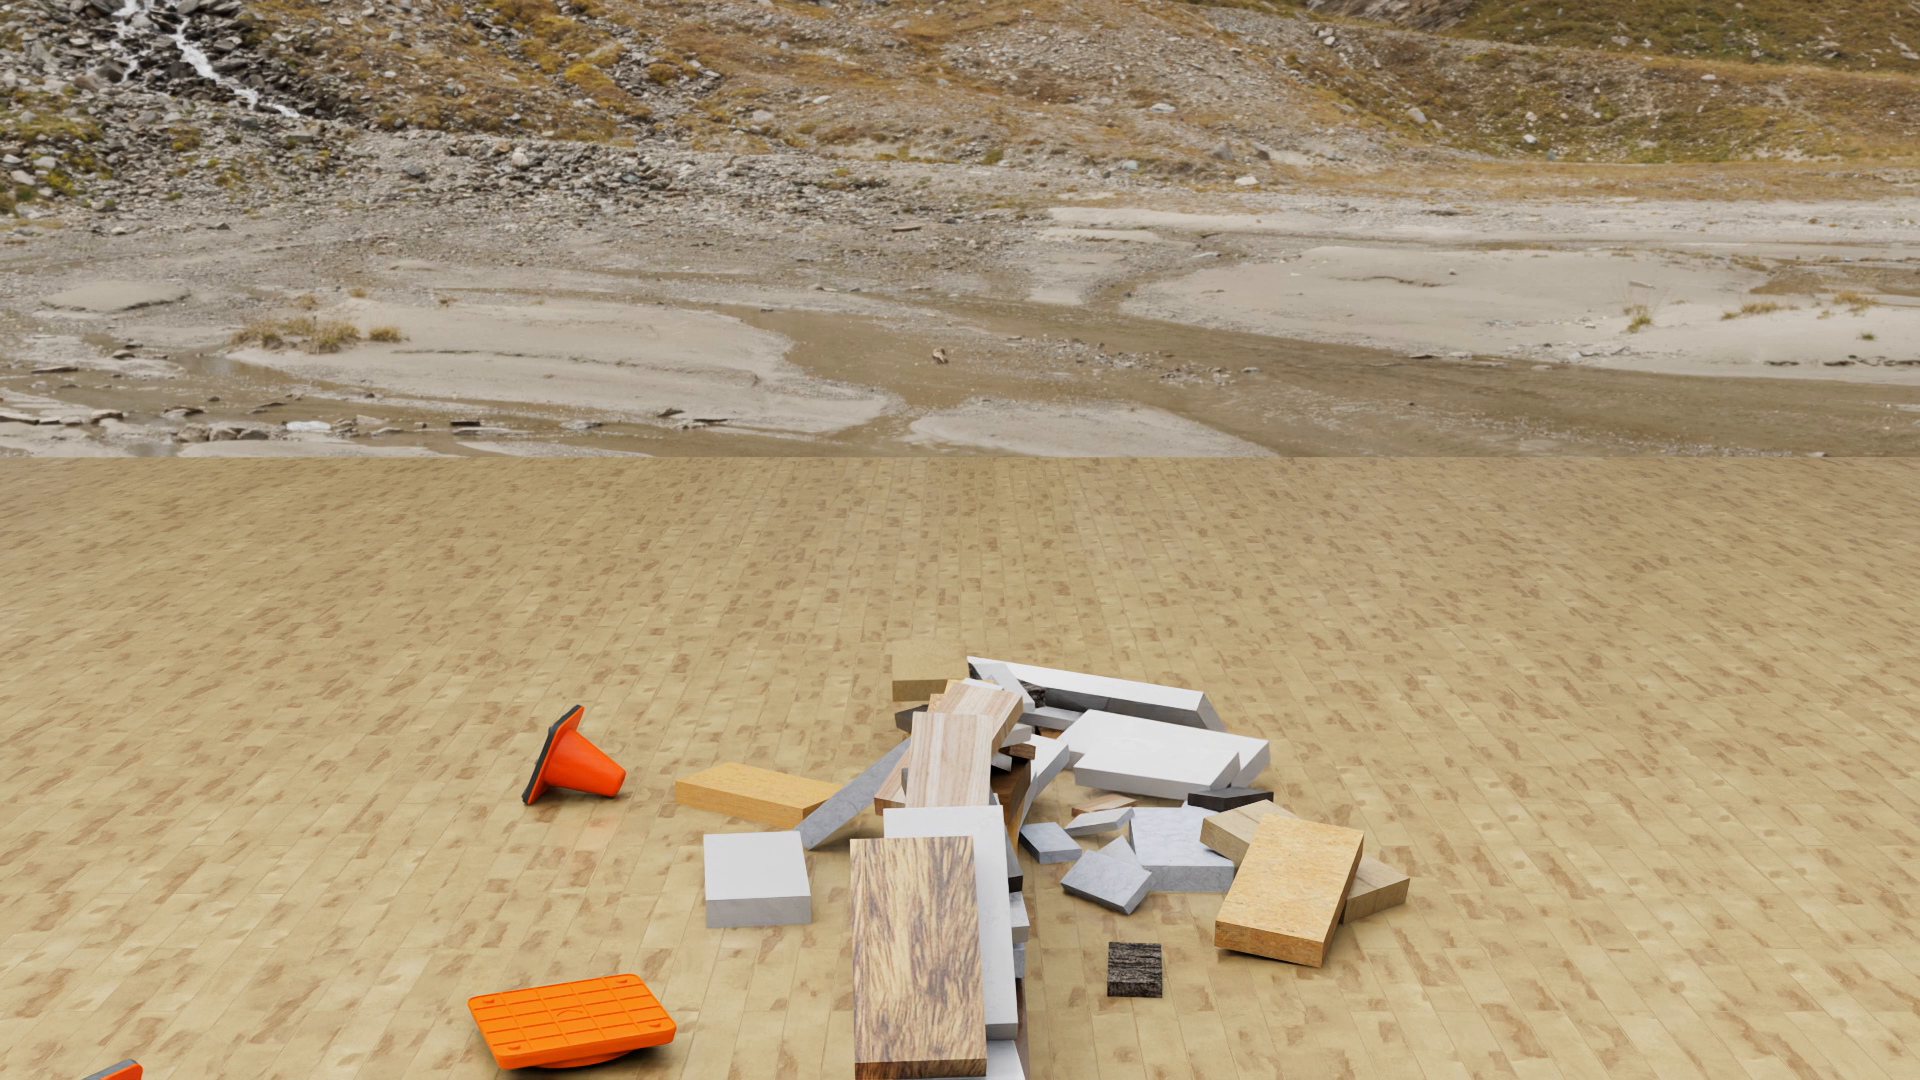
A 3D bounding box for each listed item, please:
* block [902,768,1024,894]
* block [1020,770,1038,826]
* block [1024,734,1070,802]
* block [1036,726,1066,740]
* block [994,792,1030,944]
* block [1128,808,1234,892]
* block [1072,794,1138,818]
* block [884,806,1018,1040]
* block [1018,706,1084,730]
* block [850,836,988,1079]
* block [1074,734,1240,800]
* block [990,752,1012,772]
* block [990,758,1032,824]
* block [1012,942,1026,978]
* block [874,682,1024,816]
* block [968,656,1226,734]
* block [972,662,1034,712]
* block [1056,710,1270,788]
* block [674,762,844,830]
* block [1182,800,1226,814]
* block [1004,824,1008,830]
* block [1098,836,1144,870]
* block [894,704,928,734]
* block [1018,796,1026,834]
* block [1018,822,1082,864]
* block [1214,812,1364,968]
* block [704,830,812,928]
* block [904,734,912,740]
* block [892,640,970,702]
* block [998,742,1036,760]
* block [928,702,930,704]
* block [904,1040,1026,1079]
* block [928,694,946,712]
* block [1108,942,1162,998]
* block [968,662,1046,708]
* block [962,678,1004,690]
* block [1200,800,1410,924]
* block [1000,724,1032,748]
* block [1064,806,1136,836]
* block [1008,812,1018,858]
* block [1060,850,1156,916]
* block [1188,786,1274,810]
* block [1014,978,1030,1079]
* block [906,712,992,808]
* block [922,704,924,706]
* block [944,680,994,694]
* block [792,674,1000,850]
[{"bbox_3d":[0.001,0.402,3.067,0.115,0.033,0.229,-8,42,-12],"label":"block"},{"bbox_3d":[0.036,0.490,3.893,0.141,0.040,0.283,4,26,15],"label":"block"},{"bbox_3d":[0.074,0.448,4.068,0.141,0.040,0.283,12,32,28],"label":"block"},{"bbox_3d":[0.208,0.411,4.568,0.084,0.024,0.167,-1,11,-5],"label":"block"},{"bbox_3d":[0.013,0.458,3.053,0.122,0.035,0.244,-5,41,-9],"label":"block"},{"bbox_3d":[0.381,0.537,3.832,0.160,0.045,0.320,0,11,2],"label":"block"},{"bbox_3d":[0.270,0.500,4.105,0.059,0.017,0.119,10,14,43],"label":"block"},{"bbox_3d":[-0.016,0.499,2.883,0.161,0.046,0.322,-1,51,-3],"label":"block"},{"bbox_3d":[0.207,0.375,4.602,0.167,0.024,0.084,10,10,8],"label":"block"},{"bbox_3d":[-0.056,0.526,2.794,0.161,0.046,0.322,-1,49,-3],"label":"block"},{"bbox_3d":[0.375,0.435,4.193,0.283,0.040,0.141,5,24,30],"label":"block"},{"bbox_3d":[0.023,0.360,3.626,0.087,0.025,0.174,3,-10,15],"label":"block"},{"bbox_3d":[0.016,0.415,3.692,0.174,0.049,0.348,1,5,7],"label":"block"},{"bbox_3d":[0.004,0.543,3.123,0.145,0.041,0.291,-1,13,-5],"label":"block"},{"bbox_3d":[-0.014,0.322,3.327,0.115,0.033,0.310,9,33,21],"label":"block"},{"bbox_3d":[0.232,0.335,4.667,0.673,0.044,0.155,7,-30,33],"label":"block"},{"bbox_3d":[0.086,0.297,4.435,0.068,0.019,0.316,-2,11,-10],"label":"block"},{"bbox_3d":[0.391,0.421,4.336,0.409,0.045,0.160,7,28,34],"label":"block"},{"bbox_3d":[-0.368,0.481,4.136,0.310,0.044,0.155,7,13,34],"label":"block"},{"bbox_3d":[0.495,0.503,4.073,0.161,0.023,0.081,3,11,14],"label":"block"},{"bbox_3d":[0.000,0.479,3.446,0.137,0.039,0.274,0,5,3],"label":"block"},{"bbox_3d":[0.271,0.548,3.675,0.059,0.017,0.119,-34,32,2],"label":"block"},{"bbox_3d":[-0.038,0.357,4.273,0.103,0.029,0.205,-14,13,-23],"label":"block"},{"bbox_3d":[0.014,0.487,3.798,0.174,0.049,0.348,1,26,7],"label":"block"},{"bbox_3d":[0.155,0.536,3.898,0.077,0.022,0.154,-3,11,-15],"label":"block"},{"bbox_3d":[0.528,0.552,3.501,0.167,0.047,0.334,9,26,18],"label":"block"},{"bbox_3d":[-0.343,0.564,3.678,0.167,0.047,0.334,-1,11,-7],"label":"block"},{"bbox_3d":[-0.019,0.427,4.241,0.103,0.029,0.205,-13,33,-22],"label":"block"},{"bbox_3d":[-0.061,0.267,4.527,0.155,0.044,0.310,-1,12,-1],"label":"block"},{"bbox_3d":[0.065,0.354,3.739,0.087,0.025,0.174,2,-8,16],"label":"block"},{"bbox_3d":[0.002,0.370,4.564,0.139,0.039,0.278,2,23,4],"label":"block"},{"bbox_3d":[0.010,0.709,2.612,0.161,0.046,0.601,-2,14,-6],"label":"block"},{"bbox_3d":[-0.020,0.290,3.471,0.068,0.019,0.137,0,31,8],"label":"block"},{"bbox_3d":[0.263,0.646,3.307,0.081,0.023,0.161,1,11,4],"label":"block"},{"bbox_3d":[0.034,0.306,4.539,0.139,0.039,0.278,-8,14,-36],"label":"block"},{"bbox_3d":[0.009,0.268,3.467,0.068,0.019,0.137,12,34,25],"label":"block"},{"bbox_3d":[0.574,0.535,3.681,0.160,0.045,0.320,-9,25,-40],"label":"block"},{"bbox_3d":[0.044,0.317,3.597,0.087,0.025,0.174,8,4,24],"label":"block"},{"bbox_3d":[0.249,0.506,3.945,0.119,0.017,0.059,-15,12,39],"label":"block"},{"bbox_3d":[0.006,0.535,3.579,0.174,0.049,0.348,0,26,1],"label":"block"},{"bbox_3d":[0.244,0.565,3.635,0.154,0.022,0.077,13,51,49],"label":"block"},{"bbox_3d":[0.497,0.474,4.037,0.081,0.023,0.161,3,1,41],"label":"block"},{"bbox_3d":[0.017,0.662,2.948,0.145,0.041,0.291,0,27,-1],"label":"block"},{"bbox_3d":[-0.016,0.337,3.092,0.115,0.033,0.229,3,41,1],"label":"block"},{"bbox_3d":[-0.007,0.408,4.375,0.139,0.039,0.278,0,23,-1],"label":"block"},{"bbox_3d":[0.006,0.282,3.543,0.077,0.022,0.197,0,25,8],"label":"block"},{"bbox_3d":[-0.107,0.390,3.845,0.426,0.047,0.167,-40,-2,32],"label":"block"}]
